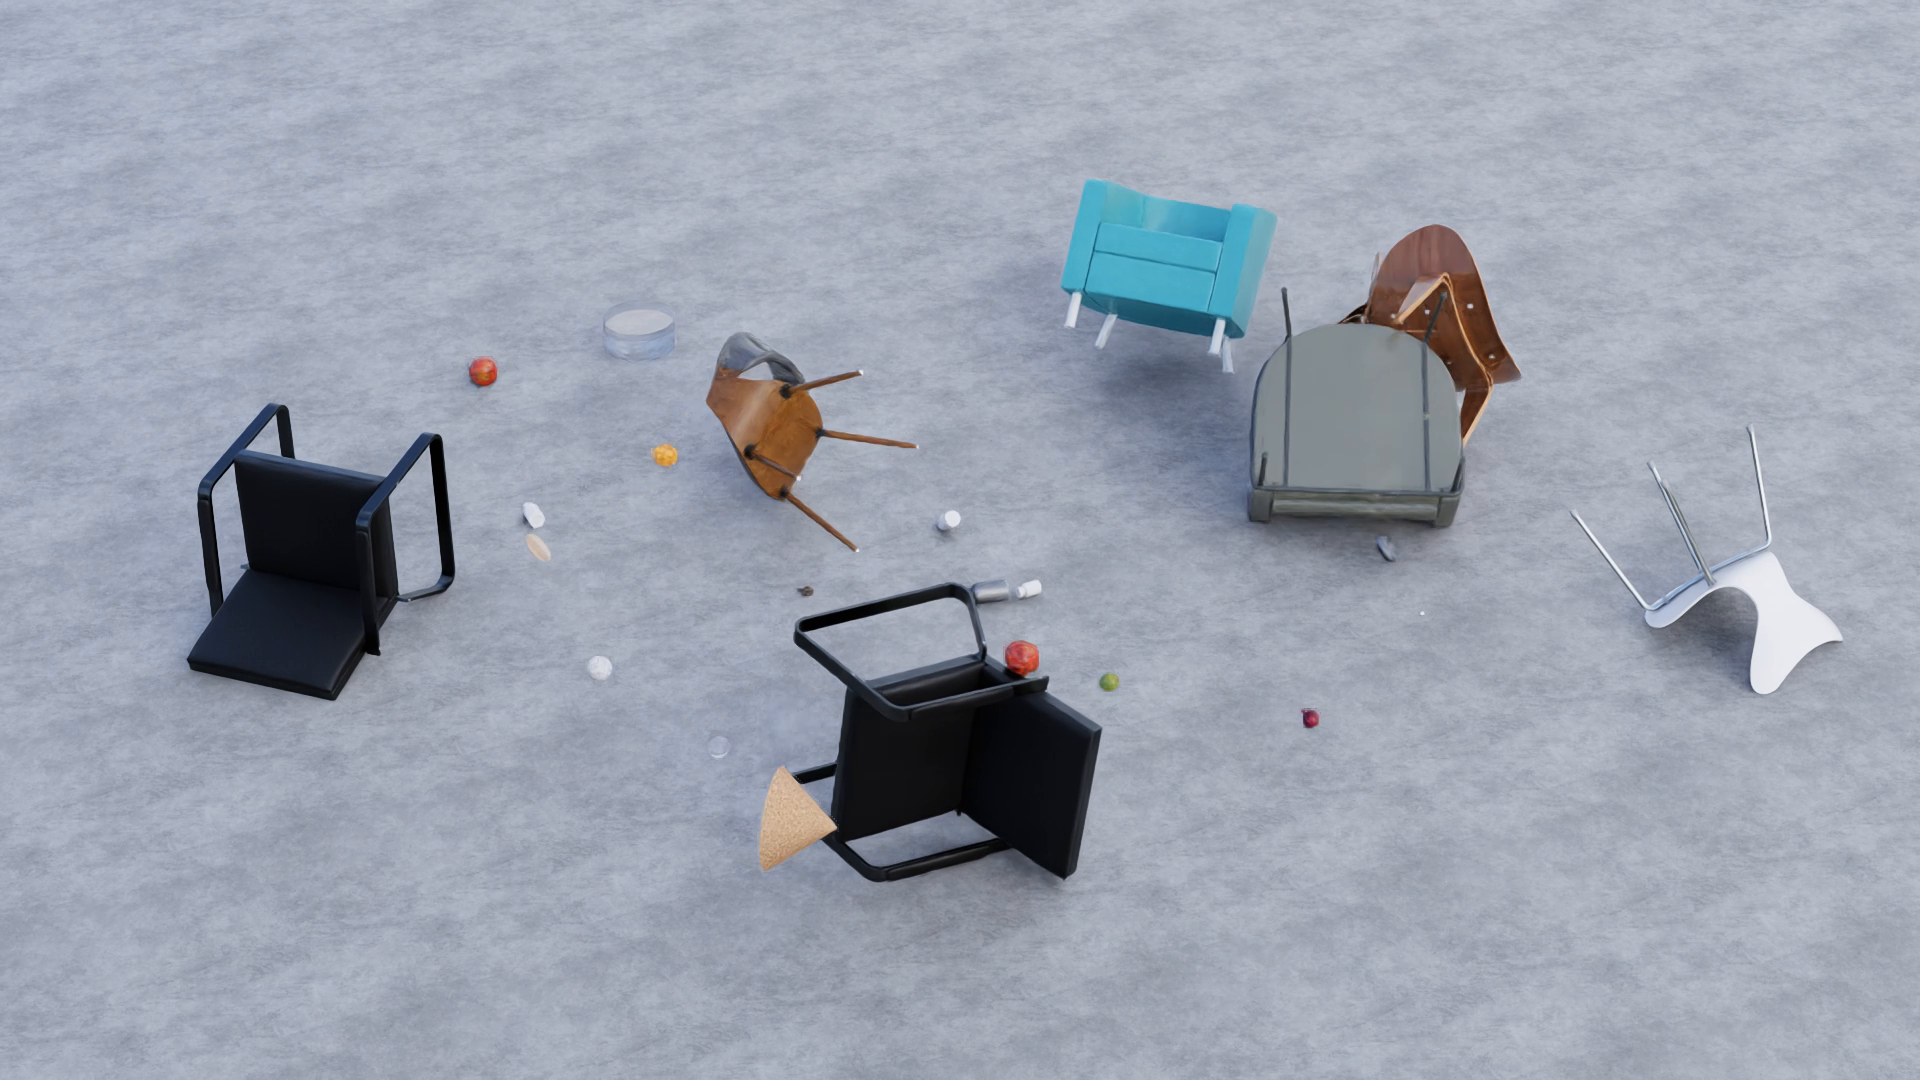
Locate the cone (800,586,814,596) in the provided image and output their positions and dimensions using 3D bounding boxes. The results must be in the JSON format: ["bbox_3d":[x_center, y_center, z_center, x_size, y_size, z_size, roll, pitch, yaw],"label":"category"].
[{"bbox_3d":[-0.571,0.182,10.651,0.050,0.036,0.065,13,-4,-35],"label":"cone"}]

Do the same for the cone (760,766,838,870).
[{"bbox_3d":[-0.454,0.834,8.643,0.196,0.308,0.325,8,25,9],"label":"cone"}]

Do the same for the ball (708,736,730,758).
[{"bbox_3d":[-0.809,0.693,9.825,0.075,0.075,0.075,0,33,0],"label":"ball"}]

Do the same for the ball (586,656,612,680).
[{"bbox_3d":[-1.123,0.399,9.131,0.080,0.080,0.080,0,33,0],"label":"ball"}]

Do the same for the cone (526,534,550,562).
[{"bbox_3d":[-1.514,0.035,10.421,0.047,0.122,0.077,-24,25,38],"label":"cone"}]

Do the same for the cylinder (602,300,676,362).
[{"bbox_3d":[-1.326,-0.867,12.142,0.295,0.129,0.300,11,35,17],"label":"cylinder"}]

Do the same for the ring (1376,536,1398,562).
[{"bbox_3d":[1.559,0.032,10.687,0.039,0.108,0.264,-31,-5,13],"label":"ring"}]
